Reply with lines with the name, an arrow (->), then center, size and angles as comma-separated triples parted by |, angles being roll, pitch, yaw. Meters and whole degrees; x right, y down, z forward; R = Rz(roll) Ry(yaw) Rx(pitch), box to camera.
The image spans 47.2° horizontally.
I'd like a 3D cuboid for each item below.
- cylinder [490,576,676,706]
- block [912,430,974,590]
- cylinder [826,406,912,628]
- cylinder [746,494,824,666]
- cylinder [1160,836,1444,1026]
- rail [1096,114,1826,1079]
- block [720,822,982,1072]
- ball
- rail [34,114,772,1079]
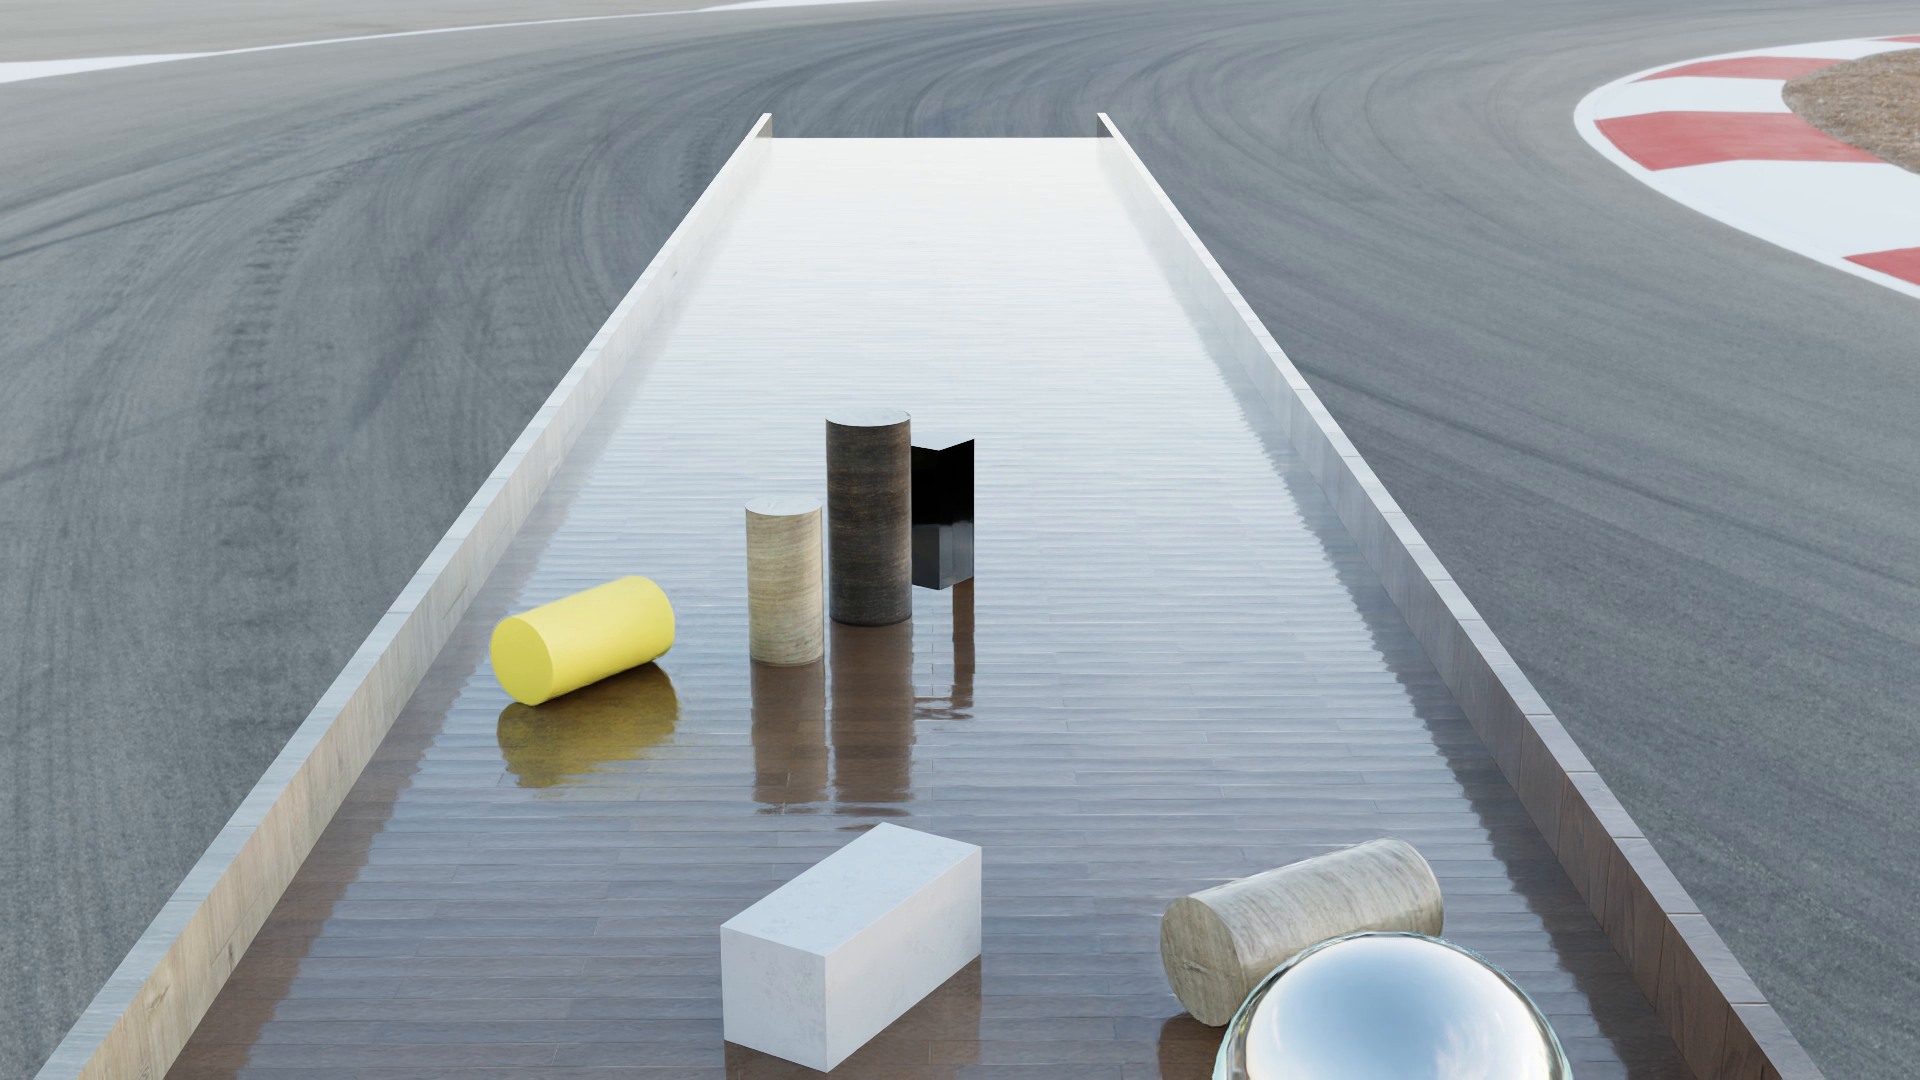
cylinder -> -0.730, 0.193, 4.279 | 0.172, 0.172, 0.326 | 12, 21, 35
block -> -0.060, -0.067, 4.893 | 0.132, 0.319, 0.132 | 12, 20, 34
cylinder -> -0.191, -0.050, 4.634 | 0.178, 0.433, 0.178 | 0, 17, 0
cylinder -> -0.350, 0.080, 4.408 | 0.152, 0.313, 0.152 | 0, 17, 0
cylinder -> 0.481, 0.544, 3.083 | 0.367, 0.178, 0.178 | -10, 19, -31
rail -> 0.932, -0.844, 7.801 | 0.050, 0.150, 12.000 | 0, 17, -1
block -> -0.144, 0.557, 3.060 | 0.168, 0.168, 0.395 | 10, 19, 30
ball -> 0.473, 0.630, 2.408 | 0.399, 0.399, 0.399 | 0, 17, 0
rail -> -1.118, -0.838, 7.780 | 0.050, 0.150, 12.000 | 0, 17, -1
